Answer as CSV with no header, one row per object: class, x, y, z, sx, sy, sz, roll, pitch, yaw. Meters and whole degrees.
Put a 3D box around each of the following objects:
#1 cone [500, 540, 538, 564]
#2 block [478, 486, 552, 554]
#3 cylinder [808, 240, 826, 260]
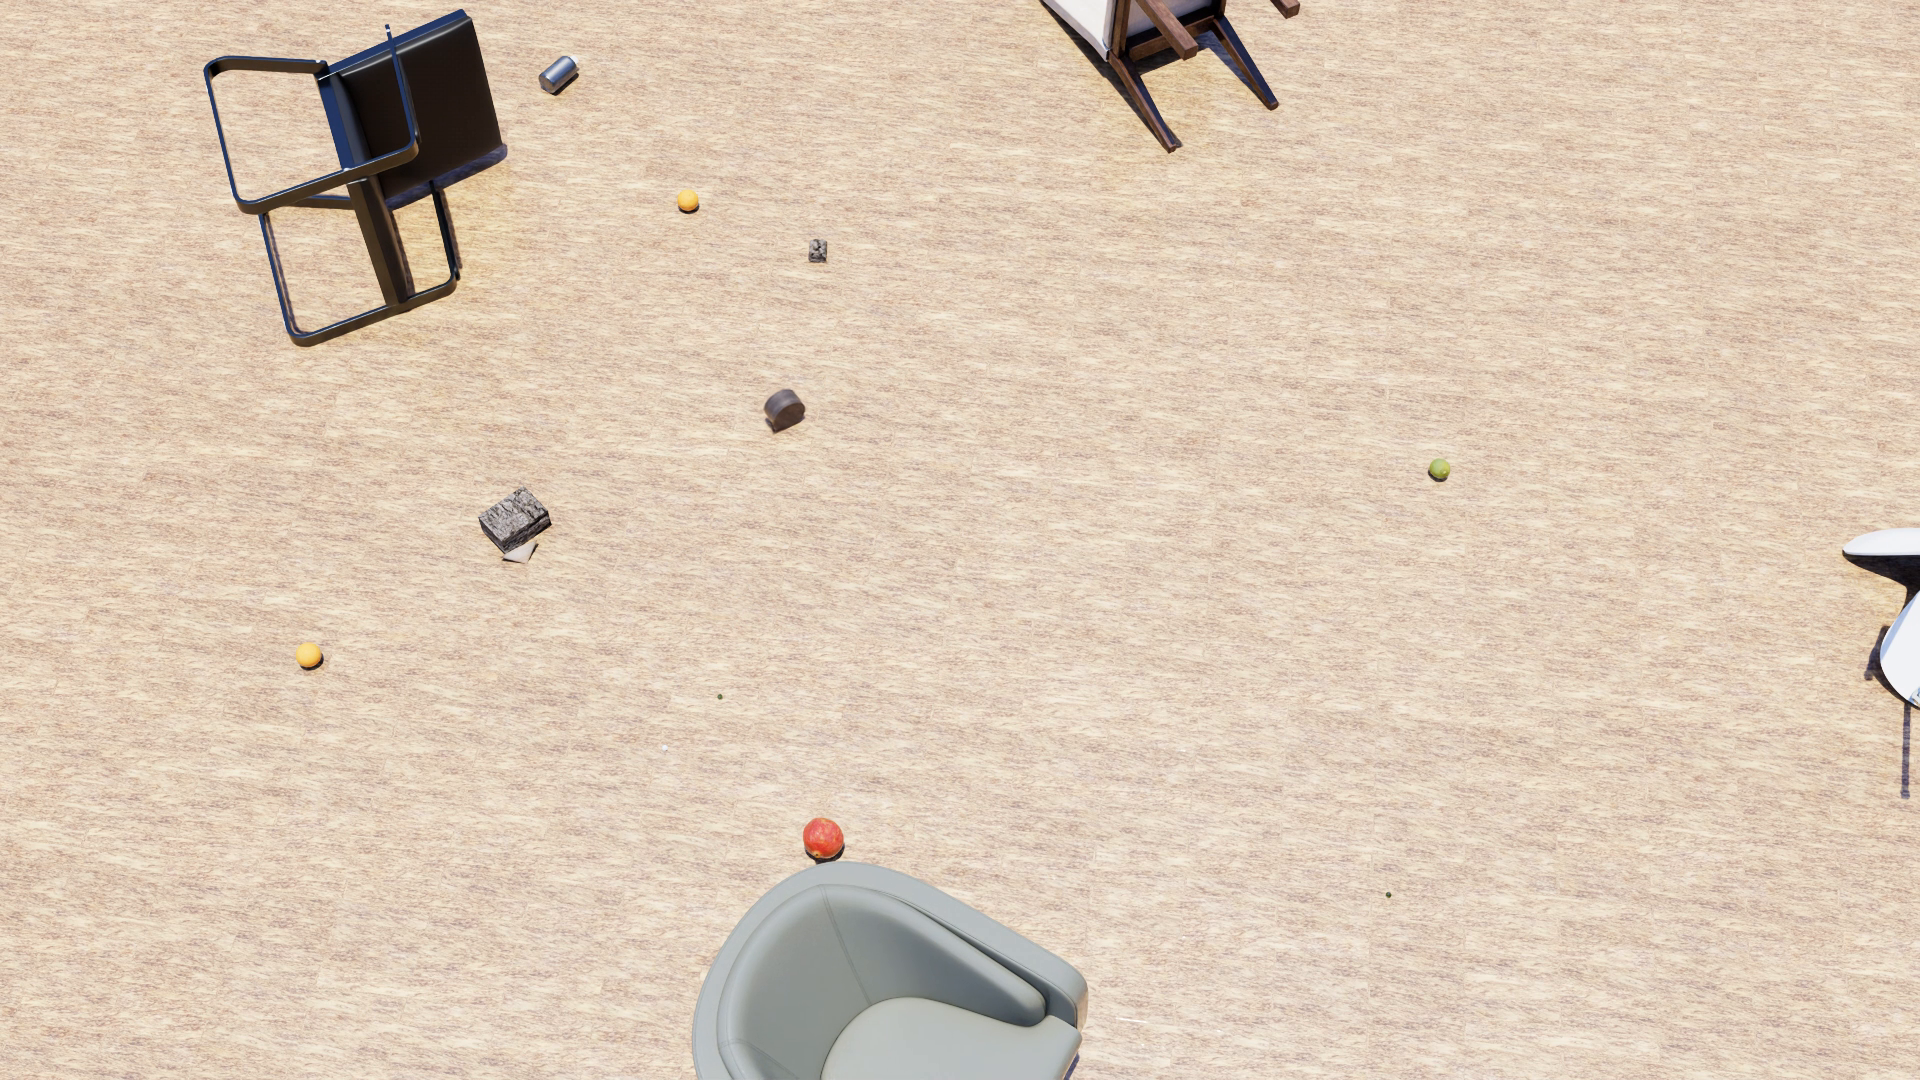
cone,-1.298,0.049,6.528,0.122,0.048,0.053,-27,85,-13
block,-1.328,-0.057,6.564,0.168,0.081,0.122,-37,64,-22
cylinder,-0.465,-0.945,7.185,0.059,0.037,0.071,-26,28,6
